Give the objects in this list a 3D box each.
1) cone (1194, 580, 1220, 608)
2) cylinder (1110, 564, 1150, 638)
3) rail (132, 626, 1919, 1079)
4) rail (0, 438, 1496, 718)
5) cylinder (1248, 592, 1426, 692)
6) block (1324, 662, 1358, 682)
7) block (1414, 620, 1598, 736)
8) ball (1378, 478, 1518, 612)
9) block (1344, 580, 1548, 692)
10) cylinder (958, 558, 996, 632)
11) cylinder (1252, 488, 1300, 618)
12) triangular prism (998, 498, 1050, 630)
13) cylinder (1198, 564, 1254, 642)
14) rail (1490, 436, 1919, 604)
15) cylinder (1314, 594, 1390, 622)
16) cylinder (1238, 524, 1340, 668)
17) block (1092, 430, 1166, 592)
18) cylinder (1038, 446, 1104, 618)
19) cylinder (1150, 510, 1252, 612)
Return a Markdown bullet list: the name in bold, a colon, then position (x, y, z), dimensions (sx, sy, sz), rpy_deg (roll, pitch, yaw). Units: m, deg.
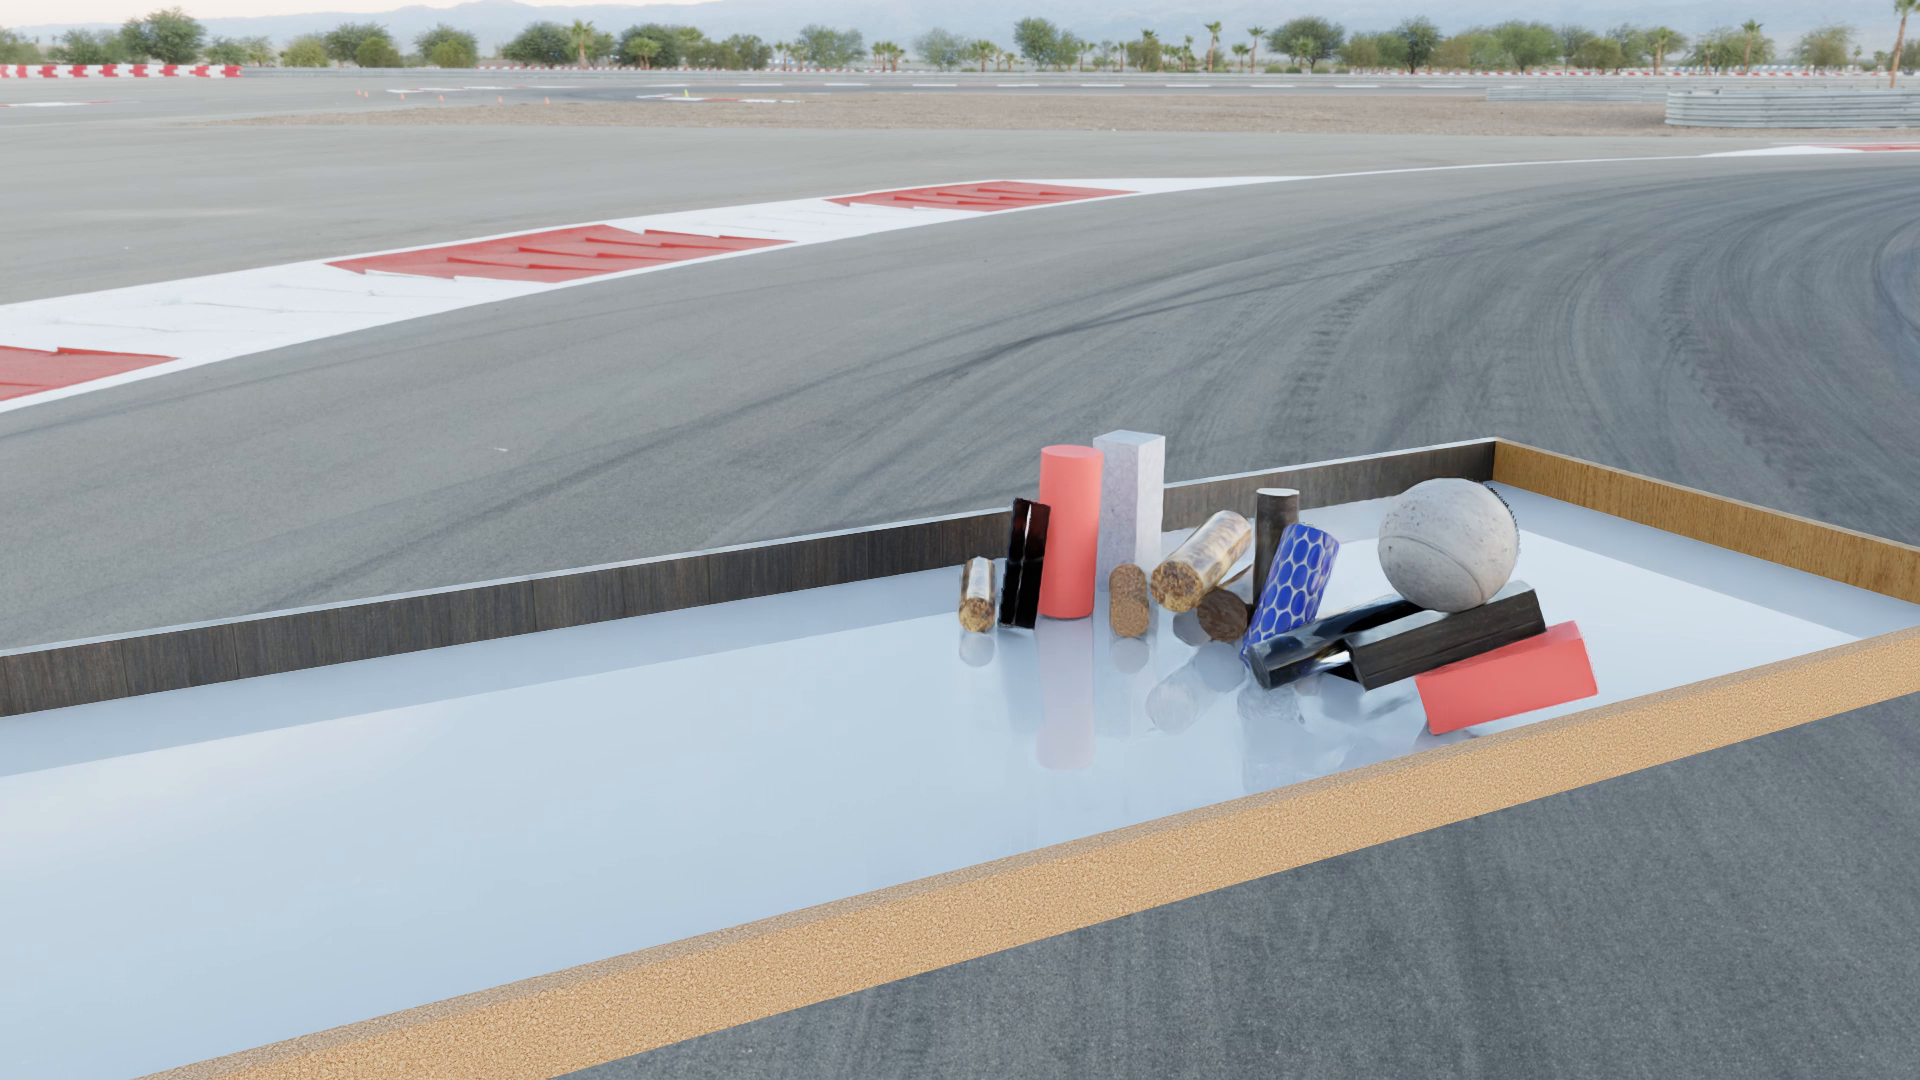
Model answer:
- **cone**: position (0.728, 0.120, 4.838), dimensions (0.123, 0.123, 0.333), rpy_deg (7, 7, 21)
- **cylinder**: position (0.472, 0.165, 4.607), dimensions (0.105, 0.105, 0.340), rpy_deg (1, 16, 4)
- **rail**: position (-2.336, 1.006, 1.665), dimensions (12.000, 0.150, 0.050), rpy_deg (-9, 18, -27)
- **rail**: position (-3.305, 0.497, 3.399), dimensions (12.000, 0.150, 0.050), rpy_deg (-9, 18, -27)
- **cylinder**: position (0.928, 0.238, 4.005), dimensions (0.442, 0.119, 0.119), rpy_deg (-19, 20, -8)
- **block**: position (1.098, 0.257, 4.271), dimensions (0.357, 0.118, 0.118), rpy_deg (-14, 22, -40)
- **block**: position (1.254, 0.317, 3.807), dimensions (0.374, 0.138, 0.138), rpy_deg (-17, 10, 17)
- **ball**: position (1.120, 0.011, 3.791), dimensions (0.311, 0.311, 0.311), rpy_deg (0, 16, 0)
- **block**: position (1.130, 0.222, 3.854), dimensions (0.432, 0.107, 0.107), rpy_deg (-19, 10, 6)
- **cylinder**: position (0.051, 0.151, 4.662), dimensions (0.100, 0.100, 0.380), rpy_deg (0, 16, 2)
- **cylinder**: position (0.830, 0.077, 4.344), dimensions (0.112, 0.414, 0.112), rpy_deg (0, 12, 0)
- **triangular prism**: position (0.153, 0.068, 4.519), dimensions (0.115, 0.344, 0.099), rpy_deg (13, -11, -27)
- **cylinder**: position (0.789, 0.163, 4.544), dimensions (0.145, 0.145, 0.334), rpy_deg (10, 19, 30)
- **rail**: position (2.466, -0.048, 5.253), dimensions (0.050, 0.150, 2.100), rpy_deg (-9, 18, -27)
- **cylinder**: position (1.045, 0.228, 4.392), dimensions (0.359, 0.105, 0.105), rpy_deg (-12, 20, -36)
- **cylinder**: position (0.832, 0.156, 4.161), dimensions (0.147, 0.363, 0.147), rpy_deg (21, -16, 6)
- **block**: position (0.488, -0.080, 4.823), dimensions (0.152, 0.452, 0.152), rpy_deg (11, 19, 34)
- **cylinder**: position (0.302, -0.025, 4.619), dimensions (0.172, 0.456, 0.172), rpy_deg (2, 15, -1)
- **cylinder**: position (0.666, 0.054, 4.521), dimensions (0.142, 0.142, 0.455), rpy_deg (8, 21, 25)
